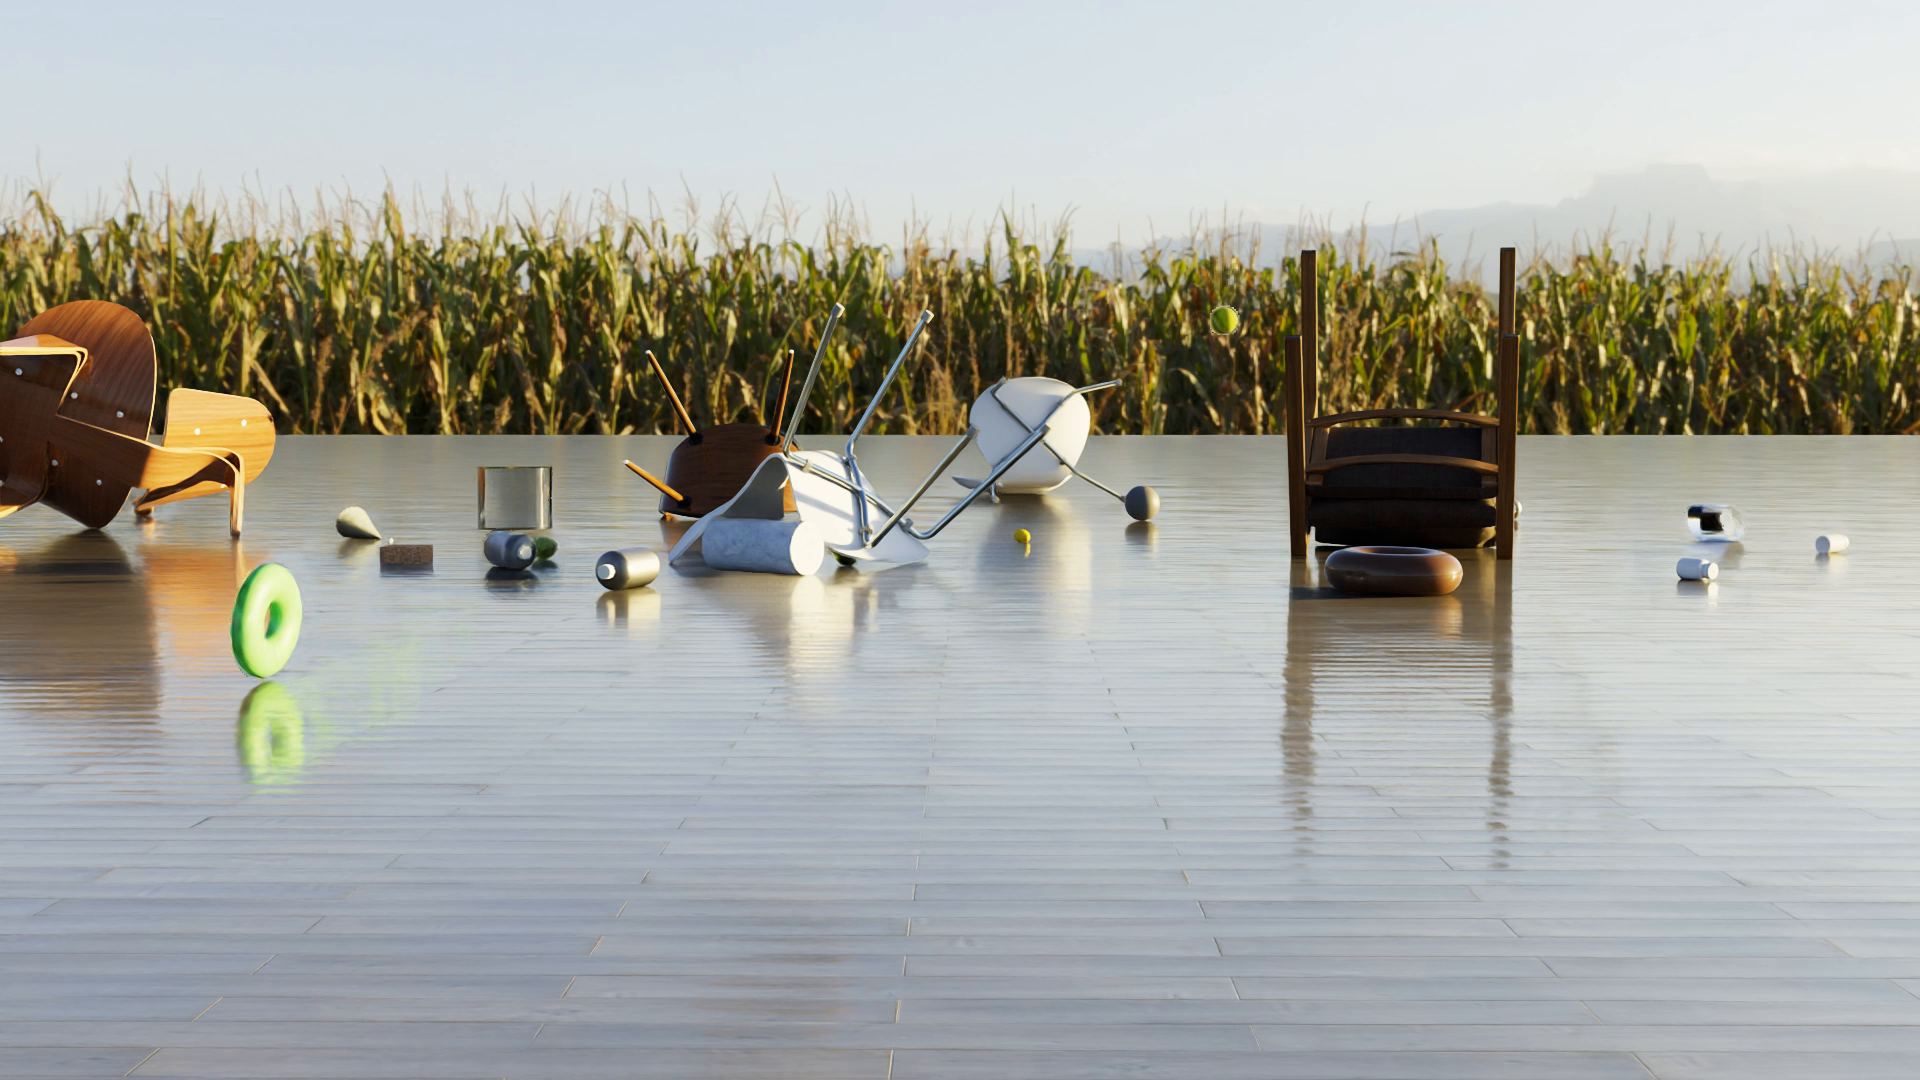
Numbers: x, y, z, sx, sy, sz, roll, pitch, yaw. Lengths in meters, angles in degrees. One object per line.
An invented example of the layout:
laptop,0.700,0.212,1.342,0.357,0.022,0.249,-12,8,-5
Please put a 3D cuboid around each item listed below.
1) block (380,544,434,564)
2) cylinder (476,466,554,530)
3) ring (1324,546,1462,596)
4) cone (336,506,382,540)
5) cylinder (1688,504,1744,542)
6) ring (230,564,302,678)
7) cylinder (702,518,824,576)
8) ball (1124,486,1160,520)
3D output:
block,-1.436,0.036,5.707,0.109,0.043,0.092,0,4,5
cylinder,-1.435,-0.136,7.091,0.240,0.196,0.221,-1,4,-16
ring,0.958,0.069,4.871,0.269,0.093,0.320,-4,7,-41
cone,-1.780,-0.028,6.602,0.115,0.098,0.171,28,-3,17
cylinder,2.226,-0.050,6.478,0.099,0.097,0.193,3,-13,40
ring,-1.066,0.124,3.380,0.044,0.177,0.176,6,-32,11
cylinder,-0.482,0.015,5.374,0.282,0.132,0.128,3,30,35
ball,0.621,-0.126,7.498,0.120,0.120,0.120,0,4,0
